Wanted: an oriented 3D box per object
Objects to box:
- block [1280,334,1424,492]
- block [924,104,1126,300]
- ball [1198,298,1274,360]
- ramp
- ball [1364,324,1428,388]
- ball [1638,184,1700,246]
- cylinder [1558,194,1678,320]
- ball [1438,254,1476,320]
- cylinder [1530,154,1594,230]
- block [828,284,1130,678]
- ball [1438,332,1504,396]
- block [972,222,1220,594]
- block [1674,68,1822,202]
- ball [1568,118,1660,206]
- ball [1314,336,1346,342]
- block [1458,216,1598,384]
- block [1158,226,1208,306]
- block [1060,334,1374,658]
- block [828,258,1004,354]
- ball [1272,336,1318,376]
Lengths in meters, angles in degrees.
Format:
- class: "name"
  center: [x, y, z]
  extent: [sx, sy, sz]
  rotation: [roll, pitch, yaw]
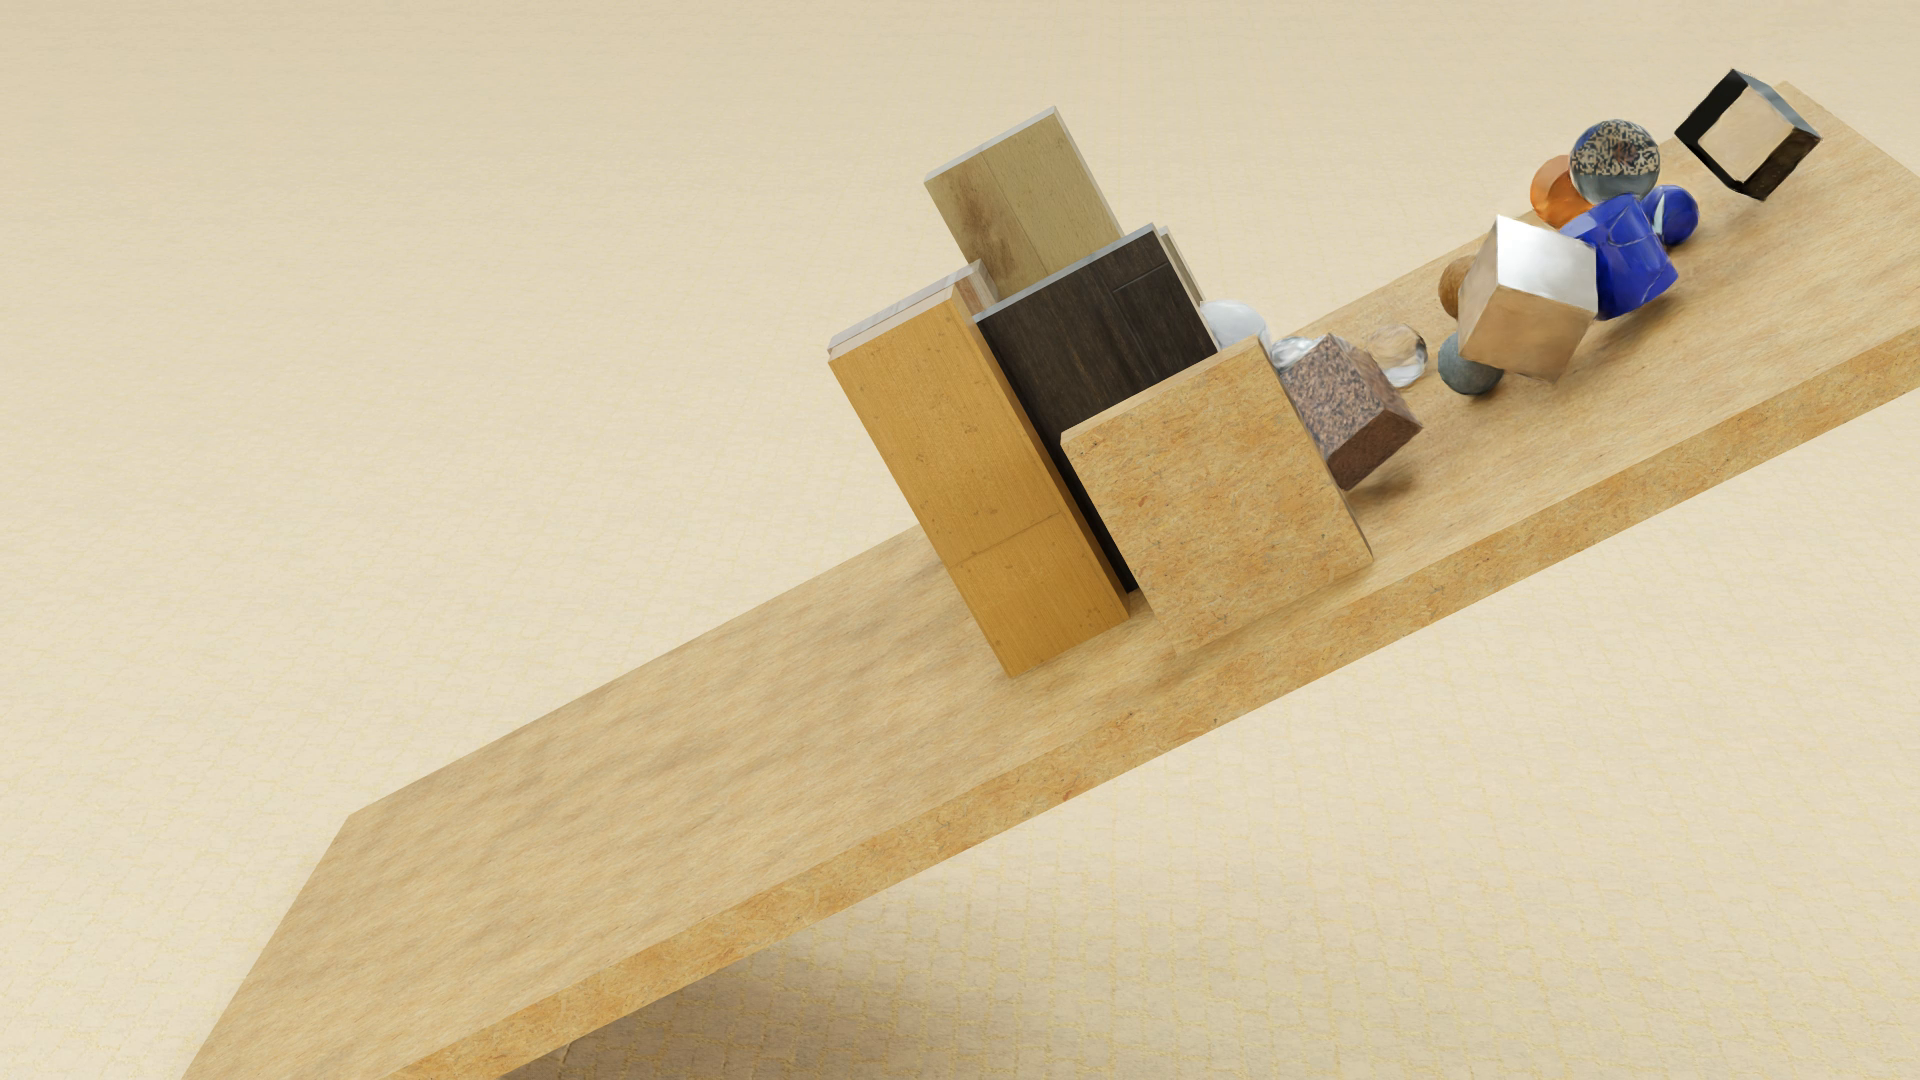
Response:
- class: "block"
  center: [0.732, -0.244, 5.671]
  extent: [0.194, 0.194, 0.194]
  rotation: [17, 37, -58]
- class: "block"
  center: [0.255, -0.582, 6.844]
  extent: [0.339, 0.779, 0.114]
  rotation: [-27, 14, 11]
- class: "ball"
  center: [0.546, -0.398, 6.072]
  extent: [0.201, 0.201, 0.201]
  rotation: [0, 18, 0]
- class: "ramp"
  center: [0.141, 0.167, 6.282]
  extent: [4.000, 0.100, 2.000]
  rotation: [-27, 14, 11]
- class: "ball"
  center: [0.917, -0.388, 6.187]
  extent: [0.134, 0.134, 0.134]
  rotation: [0, 18, 0]
- class: "ball"
  center: [1.465, -0.672, 6.095]
  extent: [0.130, 0.130, 0.130]
  rotation: [0, 18, 0]
- class: "cylinder"
  center: [1.282, -0.553, 5.757]
  extent: [0.180, 0.180, 0.180]
  rotation: [-31, 11, 6]
- class: "ball"
  center: [1.101, -0.538, 6.313]
  extent: [0.148, 0.148, 0.148]
  rotation: [0, 18, 0]
- class: "cylinder"
  center: [1.364, -0.761, 6.521]
  extent: [0.165, 0.165, 0.165]
  rotation: [-1, 15, -2]
- class: "block"
  center: [0.043, -0.110, 5.735]
  extent: [0.270, 0.727, 0.115]
  rotation: [-27, 14, 11]
- class: "ball"
  center: [1.020, -0.356, 5.869]
  extent: [0.135, 0.135, 0.135]
  rotation: [0, 18, 0]
- class: "block"
  center: [0.332, -0.245, 5.828]
  extent: [0.445, 0.631, 0.081]
  rotation: [-27, 14, 11]
- class: "block"
  center: [1.600, -0.821, 5.971]
  extent: [0.172, 0.172, 0.172]
  rotation: [6, 41, -51]
- class: "ball"
  center: [1.318, -0.756, 5.921]
  extent: [0.181, 0.181, 0.181]
  rotation: [0, 18, 0]
- class: "ball"
  center: [0.809, -0.390, 6.443]
  extent: [0.118, 0.118, 0.118]
  rotation: [0, 18, 0]
- class: "block"
  center: [1.089, -0.460, 5.652]
  extent: [0.199, 0.199, 0.199]
  rotation: [16, 46, -6]
- class: "block"
  center: [0.416, -0.362, 6.295]
  extent: [0.334, 0.521, 0.084]
  rotation: [-27, 14, 11]
- class: "block"
  center: [0.467, -0.078, 5.337]
  extent: [0.397, 0.459, 0.081]
  rotation: [-27, 14, 11]
- class: "block"
  center: [0.010, -0.298, 6.776]
  extent: [0.393, 0.571, 0.128]
  rotation: [-27, 14, 11]
- class: "ball"
  center: [0.712, -0.340, 6.246]
  extent: [0.183, 0.183, 0.183]
  rotation: [0, 18, 0]
